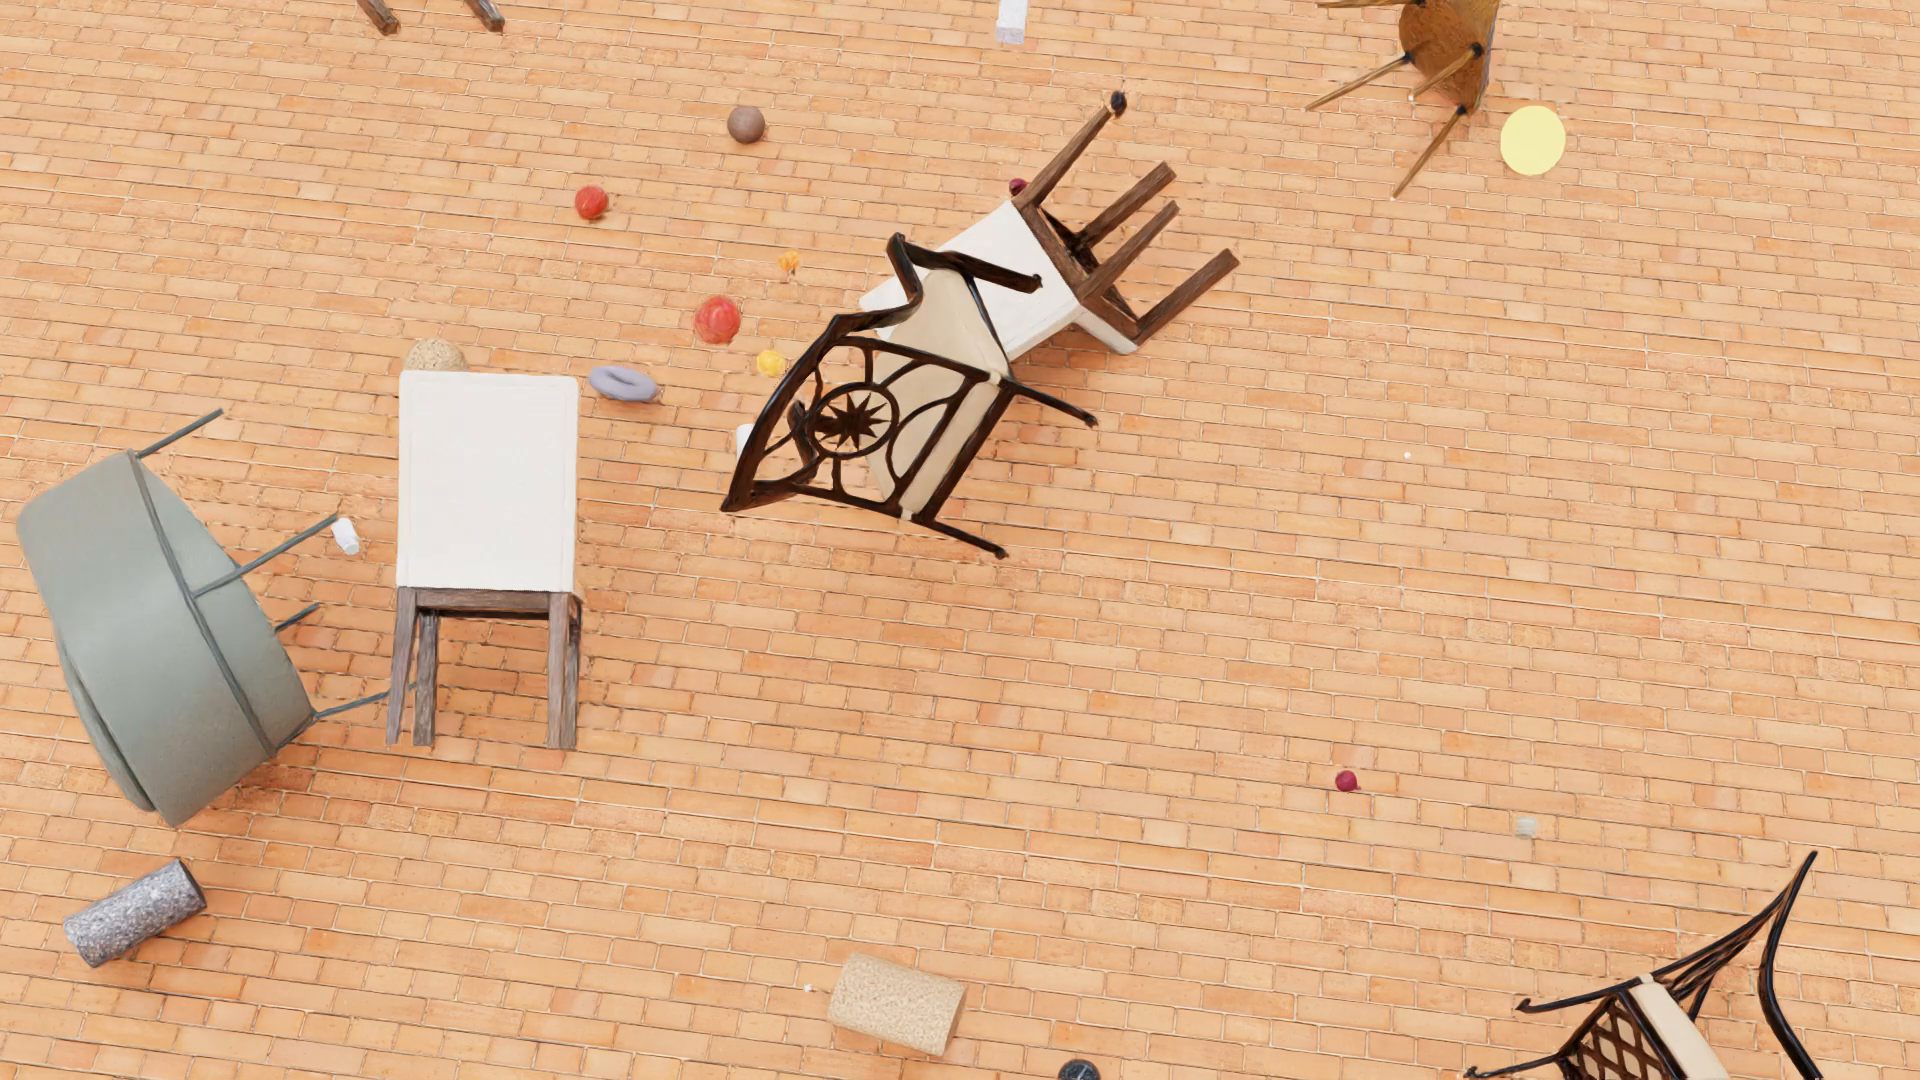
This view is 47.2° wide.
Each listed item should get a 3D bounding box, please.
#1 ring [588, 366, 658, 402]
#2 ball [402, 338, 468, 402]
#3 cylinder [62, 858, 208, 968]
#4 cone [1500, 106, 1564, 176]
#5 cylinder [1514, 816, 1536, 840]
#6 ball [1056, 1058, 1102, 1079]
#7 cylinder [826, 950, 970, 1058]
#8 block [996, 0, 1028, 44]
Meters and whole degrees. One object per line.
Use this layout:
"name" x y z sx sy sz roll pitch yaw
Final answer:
"ring" -1.043 -0.483 6.818 0.223 0.055 0.196 19 23 8
"ball" -1.625 -0.528 6.810 0.197 0.197 0.197 0 56 0
"cylinder" -2.147 0.974 5.737 0.314 0.319 0.133 -29 79 -18
"cone" 1.918 -1.347 7.429 0.223 0.094 0.233 20 95 -7
"cylinder" 1.548 0.788 6.021 0.055 0.030 0.056 -7 48 38
"ball" 0.303 1.374 5.583 0.115 0.115 0.115 0 56 0
"cylinder" -0.159 1.196 5.675 0.312 0.141 0.235 15 34 10
"block" 0.186 -1.834 7.761 0.096 0.073 0.156 5 56 4
